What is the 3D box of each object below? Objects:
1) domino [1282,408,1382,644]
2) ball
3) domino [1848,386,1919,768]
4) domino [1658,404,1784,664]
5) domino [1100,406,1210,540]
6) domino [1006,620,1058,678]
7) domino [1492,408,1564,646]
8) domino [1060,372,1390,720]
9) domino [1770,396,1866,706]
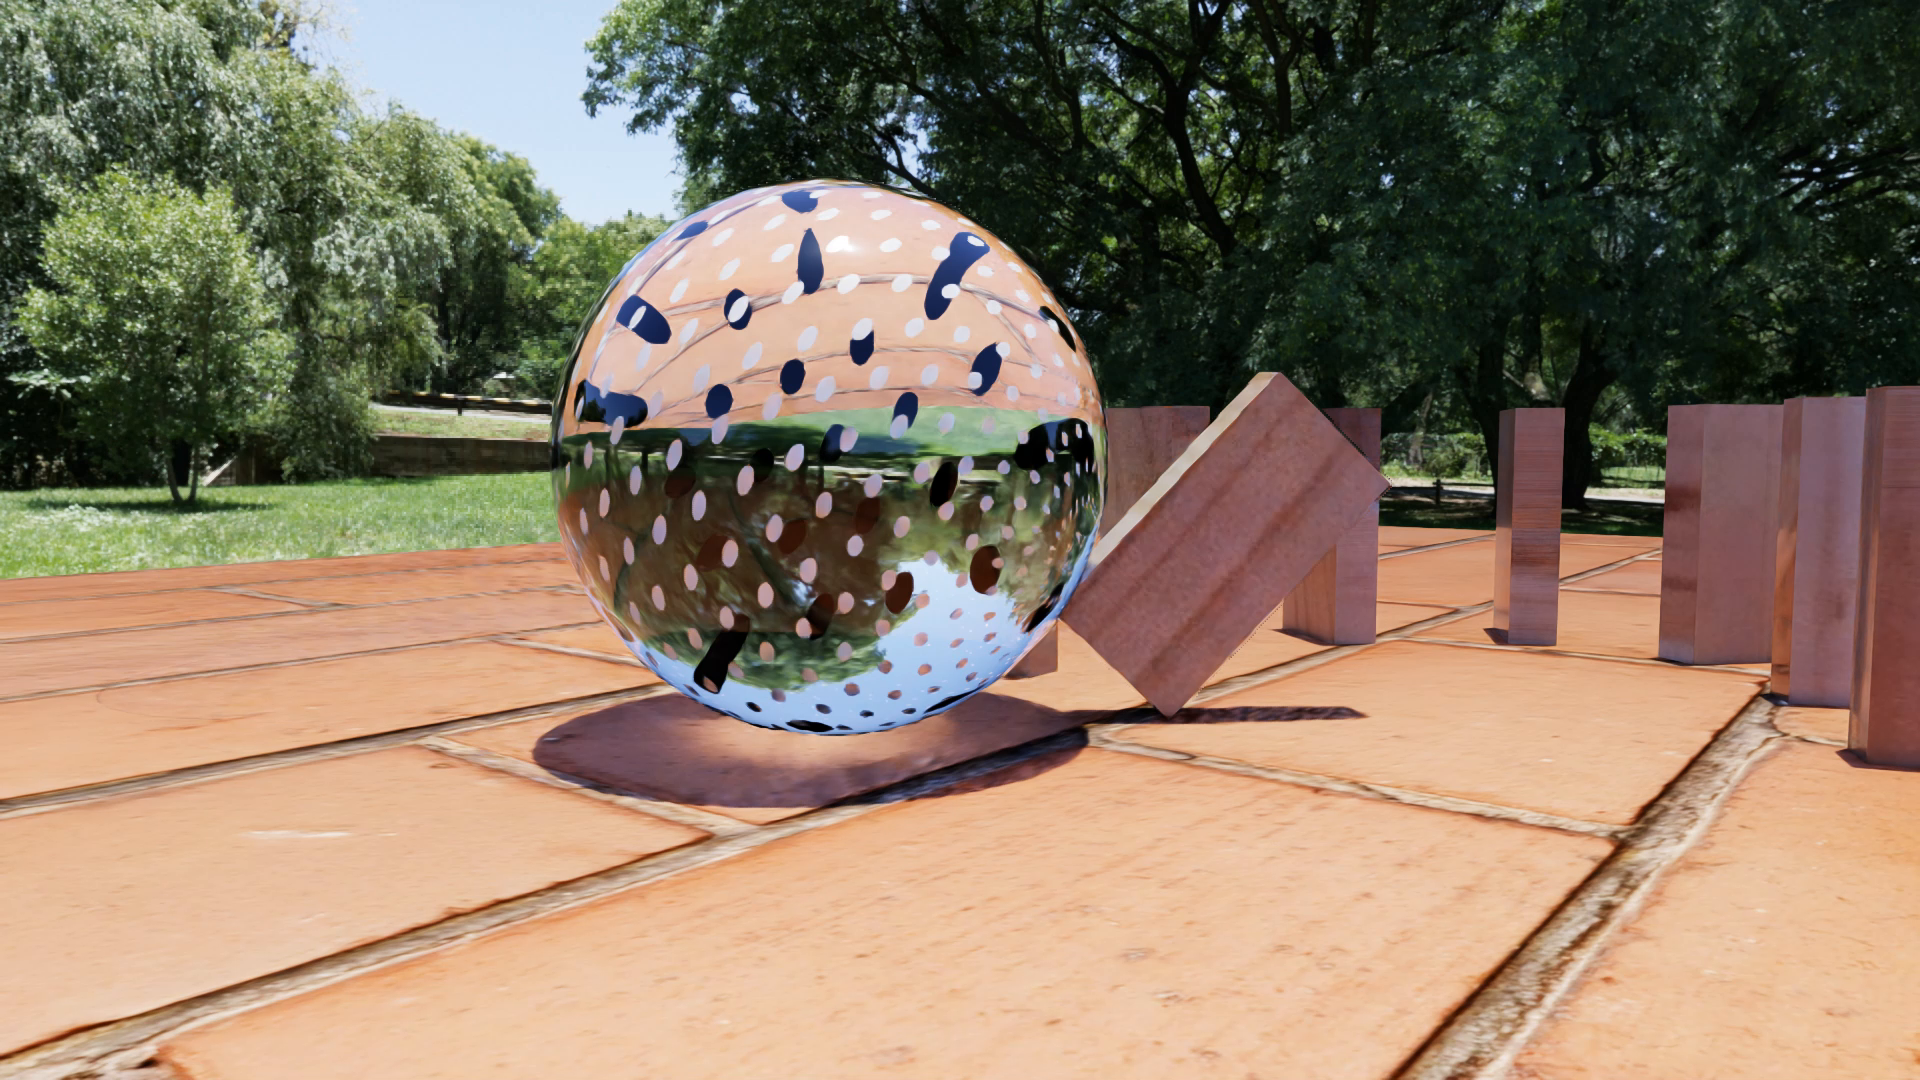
[{"bbox_3d":[0.082,-0.004,0.283,0.009,0.050,0.025,-1,4,-11],"label":"domino"},{"bbox_3d":[-0.018,-0.012,0.188,0.080,0.080,0.080,0,4,0],"label":"ball"},{"bbox_3d":[0.134,0.005,0.169,0.025,0.050,0.009,2,5,22],"label":"domino"},{"bbox_3d":[0.153,-0.001,0.253,0.025,0.050,0.009,-1,4,-11],"label":"domino"},{"bbox_3d":[0.040,-0.003,0.269,0.009,0.050,0.025,-2,5,-27],"label":"domino"},{"bbox_3d":[0.006,-0.001,0.243,0.025,0.050,0.010,3,5,38],"label":"domino"},{"bbox_3d":[0.125,-0.004,0.282,0.009,0.050,0.025,1,4,16],"label":"domino"},{"bbox_3d":[0.040,0.001,0.201,0.025,0.050,0.009,43,-1,-9],"label":"domino"},{"bbox_3d":[0.149,0.002,0.209,0.025,0.050,0.009,1,4,17],"label":"domino"}]
